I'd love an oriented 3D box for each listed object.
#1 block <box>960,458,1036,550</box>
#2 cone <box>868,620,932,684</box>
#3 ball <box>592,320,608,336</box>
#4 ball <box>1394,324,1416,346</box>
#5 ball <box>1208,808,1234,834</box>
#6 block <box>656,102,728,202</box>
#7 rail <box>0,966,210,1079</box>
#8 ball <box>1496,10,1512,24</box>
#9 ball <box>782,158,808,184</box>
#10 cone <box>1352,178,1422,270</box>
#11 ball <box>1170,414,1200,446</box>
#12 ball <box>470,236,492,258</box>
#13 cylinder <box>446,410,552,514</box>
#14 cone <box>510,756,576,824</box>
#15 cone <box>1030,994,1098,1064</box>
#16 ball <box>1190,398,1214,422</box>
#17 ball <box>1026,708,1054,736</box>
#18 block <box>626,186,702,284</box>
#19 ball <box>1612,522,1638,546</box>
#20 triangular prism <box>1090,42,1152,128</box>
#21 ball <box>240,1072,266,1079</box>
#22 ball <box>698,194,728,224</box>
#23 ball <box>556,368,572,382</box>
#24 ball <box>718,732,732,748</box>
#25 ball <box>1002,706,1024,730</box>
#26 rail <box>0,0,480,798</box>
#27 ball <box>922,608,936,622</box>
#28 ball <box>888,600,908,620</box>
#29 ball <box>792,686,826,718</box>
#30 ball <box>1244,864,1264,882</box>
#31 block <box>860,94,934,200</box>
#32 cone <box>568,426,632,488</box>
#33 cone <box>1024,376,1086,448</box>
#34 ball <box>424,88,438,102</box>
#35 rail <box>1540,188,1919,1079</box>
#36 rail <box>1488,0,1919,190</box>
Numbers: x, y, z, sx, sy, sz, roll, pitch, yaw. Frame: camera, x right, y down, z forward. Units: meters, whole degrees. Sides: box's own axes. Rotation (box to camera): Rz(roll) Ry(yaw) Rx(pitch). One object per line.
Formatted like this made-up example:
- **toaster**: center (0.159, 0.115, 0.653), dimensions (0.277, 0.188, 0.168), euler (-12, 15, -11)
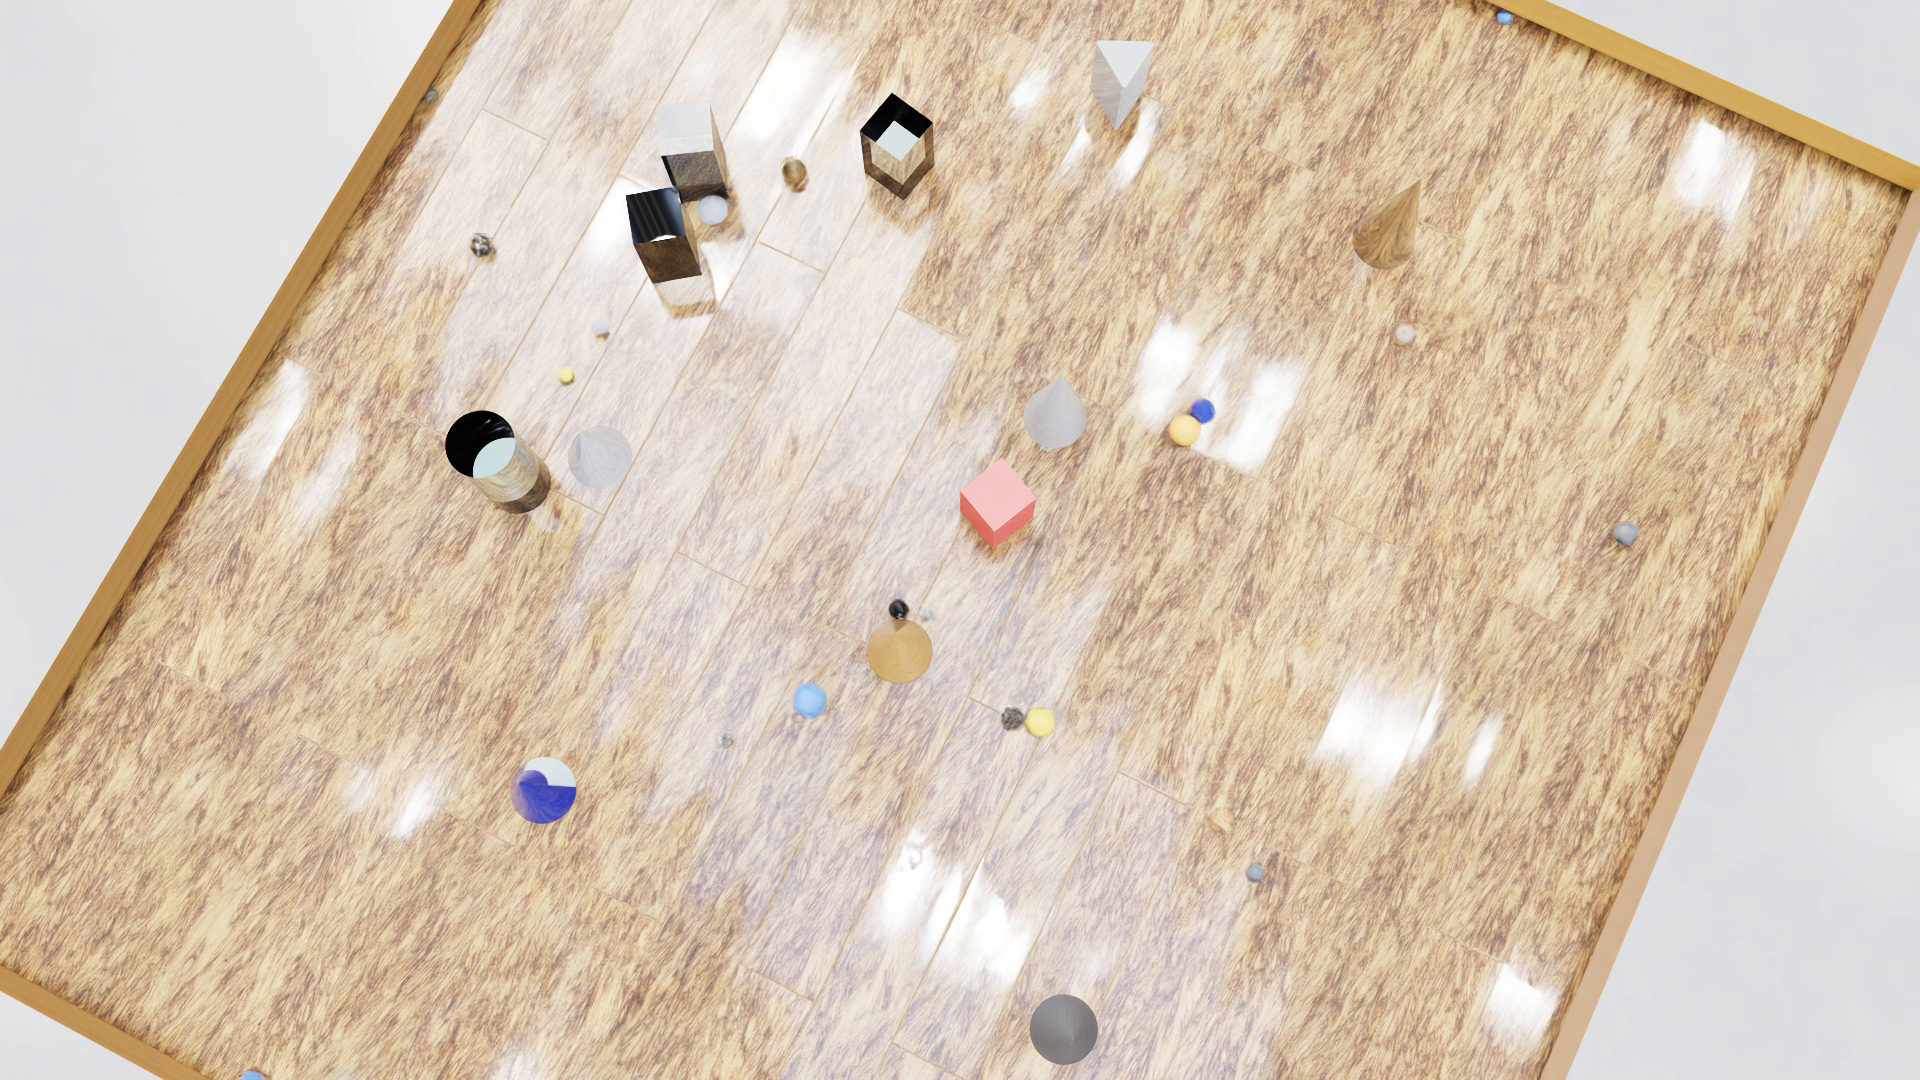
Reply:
- **block**: center (0.112, -0.107, 5.504), dimensions (0.159, 0.265, 0.159), euler (-38, 81, -7)
- **cone**: center (-0.182, 0.298, 5.362), dimensions (0.199, 0.377, 0.199), euler (0, 78, 0)
- **ball**: center (-1.127, -0.664, 5.728), dimensions (0.051, 0.051, 0.051), euler (0, 78, 0)
- **ball**: center (1.388, -0.640, 5.715), dimensions (0.068, 0.068, 0.068), euler (0, 78, 0)
- **ball**: center (0.769, 0.827, 5.407), dimensions (0.076, 0.076, 0.076), euler (0, 78, 0)
- **block**: center (-0.825, -1.197, 5.676), dimensions (0.159, 0.369, 0.159), euler (-6, 78, -1)
- **rail**: center (-1.064, 2.090, 5.117), dimensions (4.455, 0.129, 0.045), euler (26, 80, 5)
- **ball**: center (1.765, -1.698, 5.944), dimensions (0.047, 0.047, 0.047), euler (0, 78, 0)
- **ball**: center (-0.525, -1.171, 5.818), dimensions (0.081, 0.081, 0.081), euler (0, 78, 0)
- **cone**: center (1.344, -1.003, 5.571), dimensions (0.199, 0.496, 0.199), euler (0, 78, 0)
- **ball**: center (0.691, -0.339, 5.639), dimensions (0.094, 0.094, 0.094), euler (0, 78, 0)
- **ball**: center (-1.508, -0.925, 5.773), dimensions (0.069, 0.069, 0.069), euler (0, 78, 0)
- **cylinder**: center (-1.361, -0.225, 5.425), dimensions (0.199, 0.466, 0.199), euler (0, 78, 0)
- **cone**: center (-1.242, 0.715, 5.310), dimensions (0.199, 0.311, 0.199), euler (0, 78, 0)
- **cone**: center (0.301, 1.373, 5.089), dimensions (0.199, 0.476, 0.199), euler (0, 78, 0)
- **ball**: center (0.749, -0.400, 5.660), dimensions (0.076, 0.076, 0.076), euler (0, 78, 0)
- **ball**: center (0.238, 0.541, 5.461), dimensions (0.086, 0.086, 0.086), euler (0, 78, 0)
- **block**: center (-0.908, -0.934, 5.633), dimensions (0.159, 0.346, 0.159), euler (-11, 79, -2)
- **ball**: center (2.027, -0.018, 5.584), dimensions (0.071, 0.071, 0.071), euler (0, 78, 0)
- **triangular prism**: center (0.484, -1.459, 5.762), dimensions (0.149, 0.306, 0.172), euler (31, 80, 6)
- **ball**: center (-2.030, 1.564, 5.254), dimensions (0.077, 0.077, 0.077), euler (0, 78, 0)
- **ball**: center (-0.779, -1.043, 5.785), dimensions (0.093, 0.093, 0.093), euler (0, 78, 0)
- **ball**: center (-1.230, -0.513, 5.699), dimensions (0.047, 0.047, 0.047), euler (0, 78, 0)
- **ball**: center (-0.701, 0.596, 5.469), dimensions (0.047, 0.047, 0.047), euler (0, 78, 0)
- **ball**: center (0.156, 0.531, 5.472), dimensions (0.067, 0.067, 0.067), euler (0, 78, 0)
- **rail**: center (-1.971, -0.958, 5.748), dimensions (0.045, 0.129, 4.804), euler (26, 80, 5)
- **ball**: center (-0.095, 0.228, 5.548), dimensions (0.041, 0.041, 0.041), euler (0, 78, 0)
- **ball**: center (-0.186, 0.210, 5.542), dimensions (0.061, 0.061, 0.061), euler (0, 78, 0)
- **ball**: center (-0.448, 0.483, 5.466), dimensions (0.099, 0.099, 0.099), euler (0, 78, 0)
- **ball**: center (0.865, 0.981, 5.386), dimensions (0.054, 0.054, 0.054), euler (0, 78, 0)
- **block**: center (-0.194, -1.222, 5.708), dimensions (0.159, 0.315, 0.159), euler (37, 81, 7)
- **cone**: center (-1.114, -0.288, 5.519), dimensions (0.199, 0.307, 0.199), euler (0, 78, 0)
- **cone**: center (0.295, -0.428, 5.476), dimensions (0.199, 0.448, 0.199), euler (0, 78, 0)
- **ball**: center (-1.702, -1.430, 5.890), dimensions (0.044, 0.044, 0.044), euler (0, 78, 0)
- **rail**: center (1.971, 0.972, 5.348), dimensions (0.045, 0.129, 4.804), euler (26, 80, 5)
- **rail**: center (1.064, -2.076, 5.979), dimensions (4.455, 0.129, 0.045), euler (26, 80, 5)
